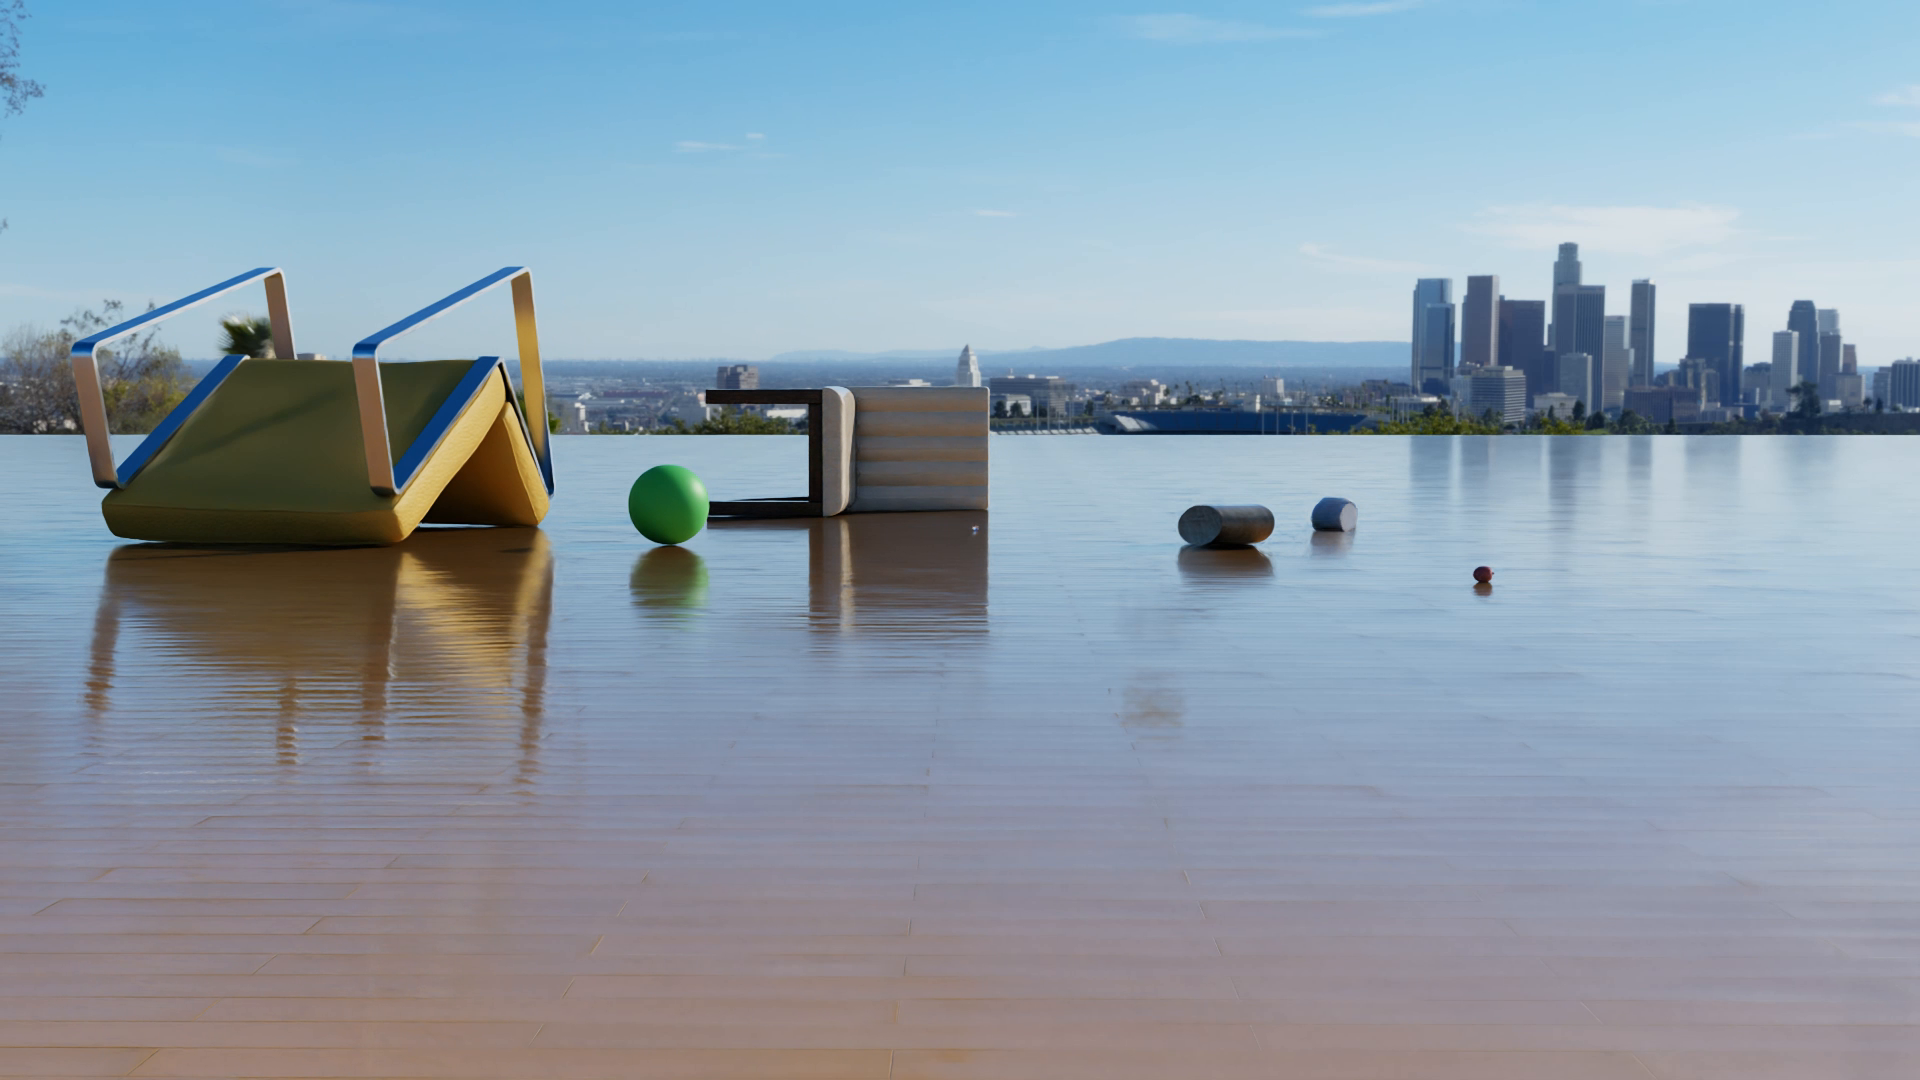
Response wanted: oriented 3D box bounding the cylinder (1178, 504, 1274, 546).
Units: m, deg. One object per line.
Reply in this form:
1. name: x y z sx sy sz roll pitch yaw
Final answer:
1. cylinder: 0.764 -0.044 6.327 0.163 0.114 0.308 -1 -2 -18

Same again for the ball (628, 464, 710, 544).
1. ball: -0.839 -0.102 6.333 0.232 0.232 0.232 0 4 0

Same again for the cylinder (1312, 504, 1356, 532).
1. cylinder: 1.186 -0.072 6.982 0.107 0.083 0.096 4 22 42
